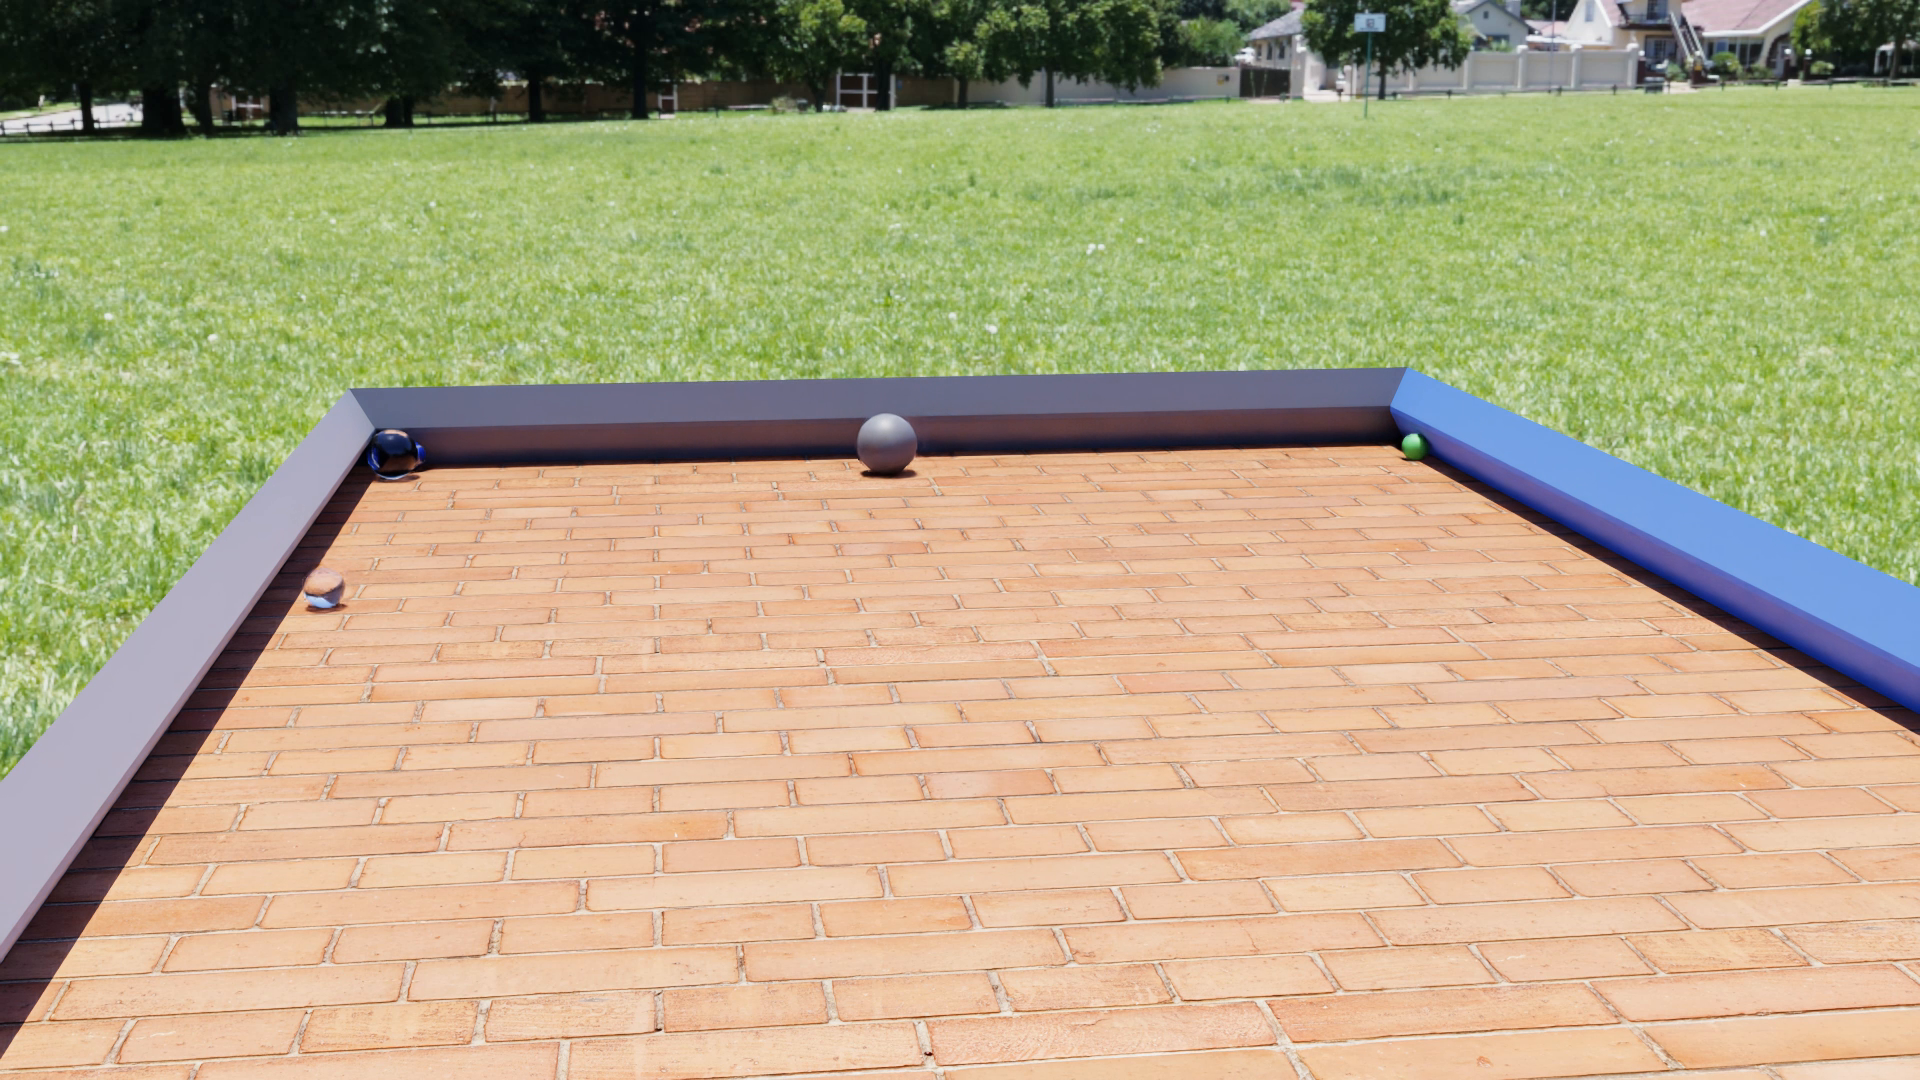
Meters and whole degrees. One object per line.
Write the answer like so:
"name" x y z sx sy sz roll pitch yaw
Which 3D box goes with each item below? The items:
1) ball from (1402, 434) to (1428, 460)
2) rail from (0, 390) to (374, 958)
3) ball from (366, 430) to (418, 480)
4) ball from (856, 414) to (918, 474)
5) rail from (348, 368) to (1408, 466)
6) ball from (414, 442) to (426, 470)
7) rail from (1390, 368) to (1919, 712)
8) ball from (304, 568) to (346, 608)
"ball" 0.764 -0.157 3.692 0.045 0.045 0.045 0 13 0
"rail" -0.762 0.175 2.035 0.045 0.128 3.303 -2 13 -8
"ball" -0.911 -0.138 3.529 0.080 0.080 0.080 0 13 0
"ball" -0.119 -0.156 3.568 0.099 0.099 0.099 0 13 0
"rail" -0.108 -0.208 3.723 1.808 0.128 0.045 -2 13 -8
"ball" -0.900 -0.138 3.602 0.049 0.049 0.049 0 13 0
"rail" 0.983 0.122 2.265 0.045 0.128 3.303 -2 13 -8
"ball" -0.787 0.060 2.724 0.050 0.050 0.050 0 13 0
